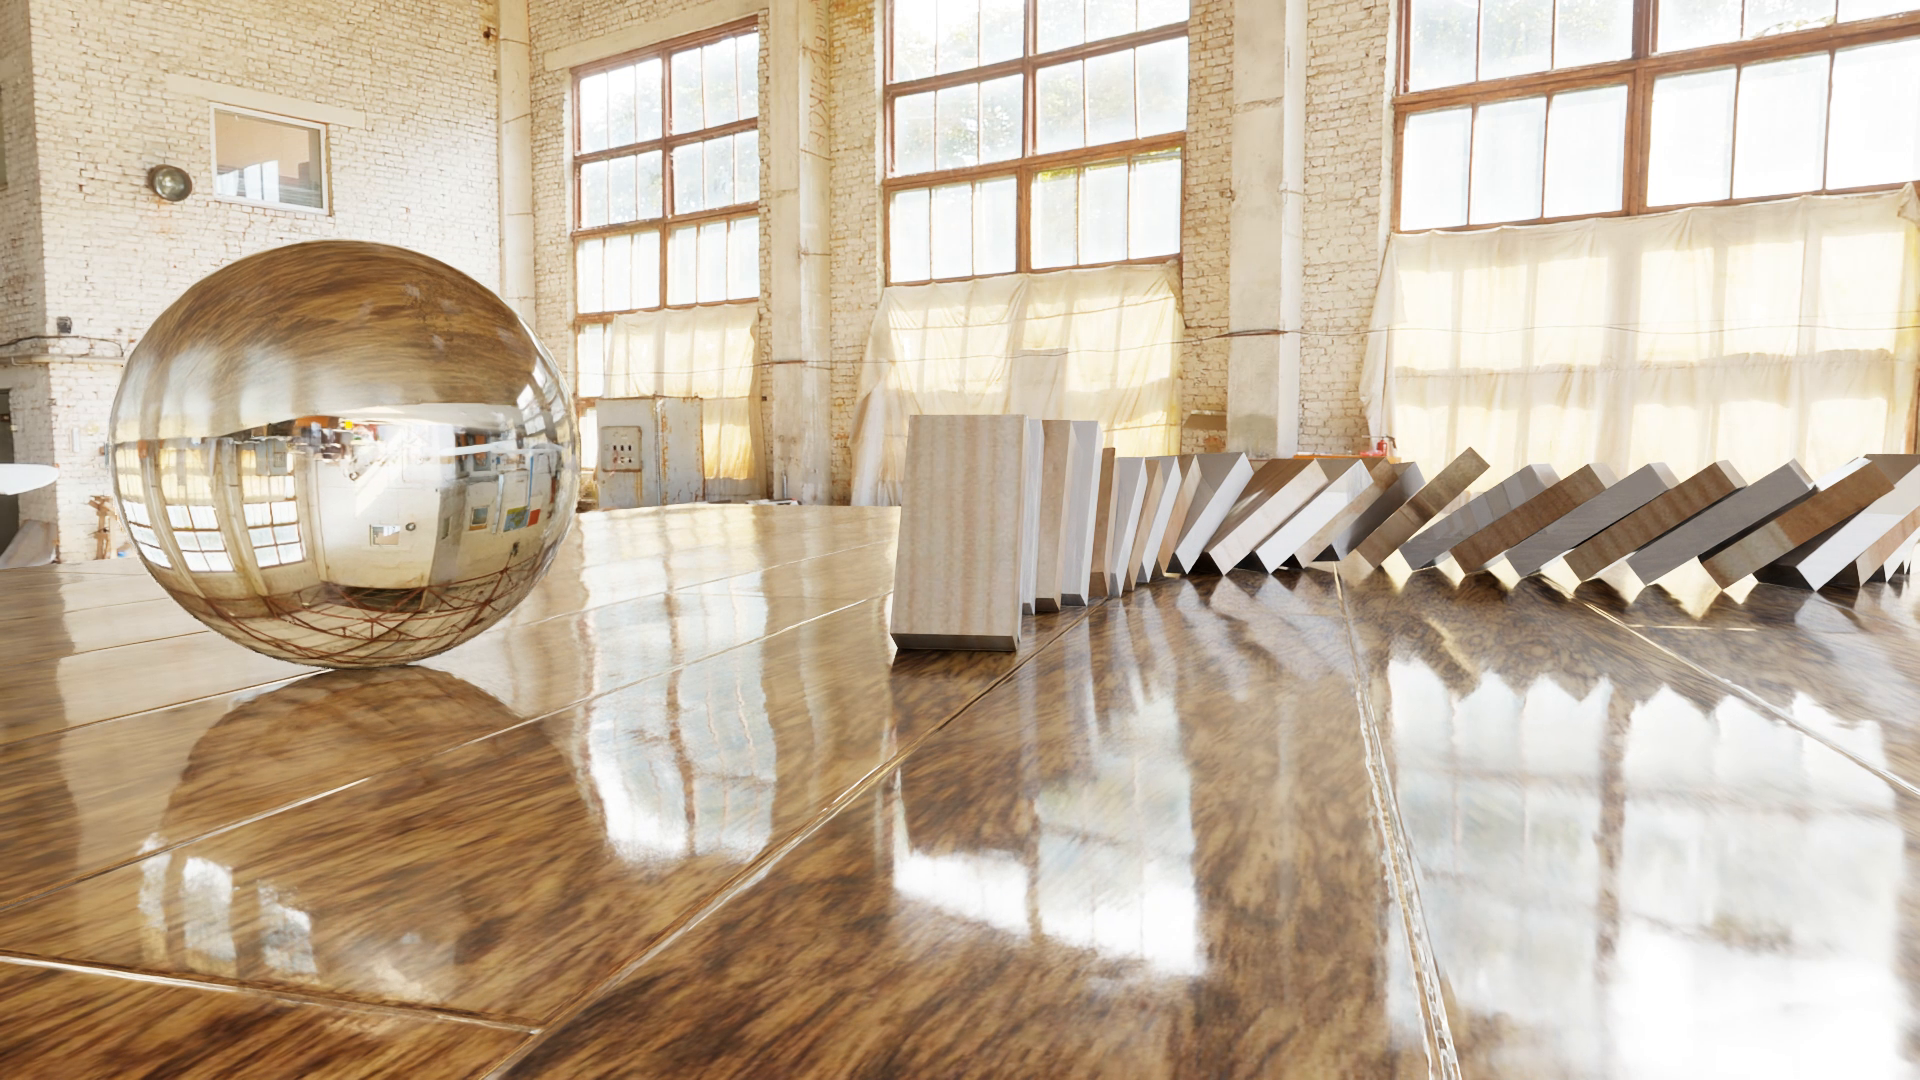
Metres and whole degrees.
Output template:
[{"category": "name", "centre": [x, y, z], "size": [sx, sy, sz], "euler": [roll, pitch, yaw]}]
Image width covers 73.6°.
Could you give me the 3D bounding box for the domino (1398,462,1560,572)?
[{"category": "domino", "centre": [0.173, -0.007, 0.425], "size": [0.050, 0.010, 0.025], "euler": [-39, -20, 33]}]

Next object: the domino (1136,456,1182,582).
[{"category": "domino", "centre": [0.052, -0.007, 0.405], "size": [0.025, 0.010, 0.050], "euler": [0, 41, 25]}]

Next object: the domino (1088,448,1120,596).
[{"category": "domino", "centre": [0.030, -0.005, 0.361], "size": [0.025, 0.010, 0.050], "euler": [-3, 44, 15]}]

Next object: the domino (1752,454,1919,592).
[{"category": "domino", "centre": [0.262, -0.006, 0.381], "size": [0.050, 0.010, 0.025], "euler": [-40, 5, 1]}]

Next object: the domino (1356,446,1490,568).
[{"category": "domino", "centre": [0.159, -0.011, 0.441], "size": [0.050, 0.010, 0.025], "euler": [-46, -13, 18]}]

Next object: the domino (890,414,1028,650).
[{"category": "domino", "centre": [0.000, -0.002, 0.271], "size": [0.025, 0.050, 0.009], "euler": [1, -23, 8]}]

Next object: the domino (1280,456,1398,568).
[{"category": "domino", "centre": [0.126, -0.010, 0.447], "size": [0.050, 0.010, 0.025], "euler": [-40, 16, -16]}]

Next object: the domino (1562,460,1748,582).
[{"category": "domino", "centre": [0.212, -0.006, 0.392], "size": [0.050, 0.009, 0.025], "euler": [-42, -20, 33]}]

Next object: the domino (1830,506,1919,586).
[{"category": "domino", "centre": [0.281, -0.006, 0.401], "size": [0.050, 0.009, 0.025], "euler": [-35, 24, -19]}]

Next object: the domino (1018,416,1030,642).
[{"category": "domino", "centre": [0.002, -0.003, 0.282], "size": [0.025, 0.050, 0.010], "euler": [1, -23, 8]}]

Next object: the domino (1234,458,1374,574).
[{"category": "domino", "centre": [0.113, -0.009, 0.435], "size": [0.050, 0.010, 0.025], "euler": [-39, 16, -13]}]

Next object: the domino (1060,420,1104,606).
[{"category": "domino", "centre": [0.023, -0.008, 0.344], "size": [0.025, 0.050, 0.010], "euler": [1, -23, 16]}]

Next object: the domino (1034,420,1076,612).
[{"category": "domino", "centre": [0.015, -0.007, 0.335], "size": [0.025, 0.050, 0.010], "euler": [1, -23, 15]}]

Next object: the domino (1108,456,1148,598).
[{"category": "domino", "centre": [0.038, -0.005, 0.374], "size": [0.025, 0.010, 0.050], "euler": [1, 43, 19]}]

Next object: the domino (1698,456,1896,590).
[{"category": "domino", "centre": [0.242, -0.005, 0.374], "size": [0.050, 0.010, 0.025], "euler": [-39, -11, 25]}]

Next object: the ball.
[{"category": "ball", "centre": [-0.113, -0.016, 0.242], "size": [0.080, 0.080, 0.080], "euler": [0, 4, 0]}]

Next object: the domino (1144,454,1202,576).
[{"category": "domino", "centre": [0.060, -0.008, 0.420], "size": [0.025, 0.010, 0.050], "euler": [-1, 41, 29]}]

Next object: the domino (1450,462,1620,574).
[{"category": "domino", "centre": [0.186, -0.007, 0.414], "size": [0.050, 0.009, 0.025], "euler": [-40, -20, 33]}]

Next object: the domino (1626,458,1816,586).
[{"category": "domino", "centre": [0.225, -0.005, 0.381], "size": [0.050, 0.009, 0.025], "euler": [-41, -18, 33]}]

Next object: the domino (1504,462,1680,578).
[{"category": "domino", "centre": [0.199, -0.006, 0.403], "size": [0.050, 0.010, 0.025], "euler": [-40, -21, 33]}]

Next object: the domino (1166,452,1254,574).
[{"category": "domino", "centre": [0.076, -0.010, 0.431], "size": [0.025, 0.010, 0.050], "euler": [2, 43, 46]}]

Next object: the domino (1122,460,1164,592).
[{"category": "domino", "centre": [0.044, -0.005, 0.389], "size": [0.025, 0.009, 0.050], "euler": [2, 41, 21]}]

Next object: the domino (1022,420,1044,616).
[{"category": "domino", "centre": [0.007, -0.006, 0.324], "size": [0.025, 0.050, 0.009], "euler": [1, -23, 9]}]

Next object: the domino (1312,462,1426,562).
[{"category": "domino", "centre": [0.141, -0.010, 0.460], "size": [0.050, 0.009, 0.025], "euler": [-37, 15, -23]}]

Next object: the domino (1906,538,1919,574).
[{"category": "domino", "centre": [0.319, 0.005, 0.444], "size": [0.050, 0.010, 0.025], "euler": [-4, 6, -43]}]

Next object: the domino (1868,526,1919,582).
[{"category": "domino", "centre": [0.294, -0.006, 0.413], "size": [0.050, 0.010, 0.025], "euler": [-38, 26, -25]}]

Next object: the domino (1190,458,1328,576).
[{"category": "domino", "centre": [0.097, -0.009, 0.432], "size": [0.050, 0.009, 0.025], "euler": [-39, 16, -14]}]

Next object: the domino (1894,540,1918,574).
[{"category": "domino", "centre": [0.306, -0.008, 0.429], "size": [0.025, 0.010, 0.050], "euler": [5, 38, 47]}]
